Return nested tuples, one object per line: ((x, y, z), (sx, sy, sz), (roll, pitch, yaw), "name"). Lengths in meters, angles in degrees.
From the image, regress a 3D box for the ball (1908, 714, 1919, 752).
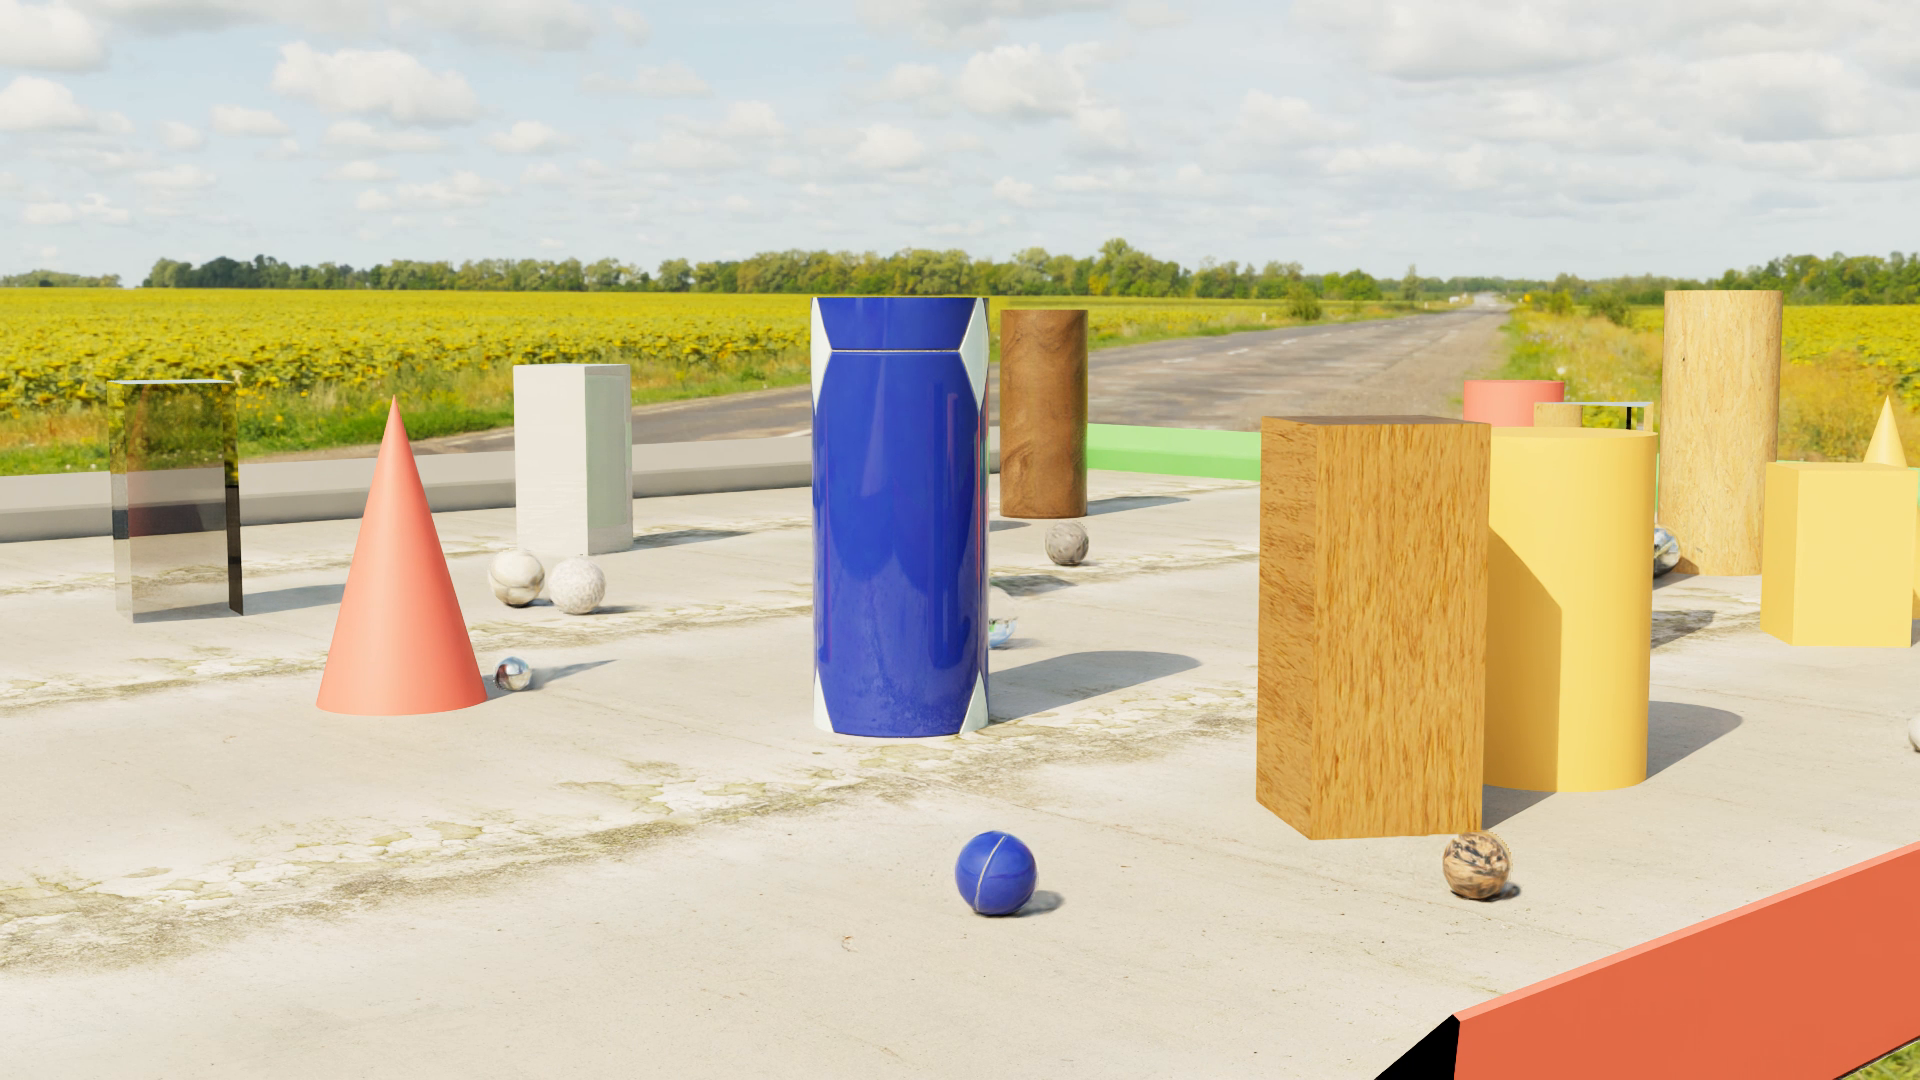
((0.971, 0.192, 2.195), (0.045, 0.045, 0.045), (0, 6, 0), "ball")

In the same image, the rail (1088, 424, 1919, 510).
((1.567, -0.120, 4.770), (0.045, 0.123, 3.746), (-6, 8, -42), "rail")

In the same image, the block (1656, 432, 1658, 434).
((0.995, -0.049, 3.500), (0.152, 0.251, 0.152), (-2, 6, -19), "block")

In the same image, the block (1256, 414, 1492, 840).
((0.356, 0.070, 1.913), (0.152, 0.348, 0.152), (-1, 6, -10), "block")

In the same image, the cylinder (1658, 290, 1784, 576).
((1.287, -0.185, 3.731), (0.189, 0.473, 0.189), (0, 6, 0), "cylinder")

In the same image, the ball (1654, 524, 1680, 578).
((1.146, 0.017, 3.642), (0.090, 0.090, 0.090), (0, 6, 0), "ball")

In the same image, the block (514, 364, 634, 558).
((-0.706, -0.149, 4.023), (0.152, 0.341, 0.152), (3, 7, 24), "block")

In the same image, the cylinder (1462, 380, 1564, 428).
((1.075, -0.158, 4.285), (0.189, 0.302, 0.189), (0, 6, 0), "cylinder")

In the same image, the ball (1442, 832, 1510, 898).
((0.390, 0.246, 1.663), (0.050, 0.050, 0.050), (0, 6, 0), "ball")

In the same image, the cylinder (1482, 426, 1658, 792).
((0.564, 0.060, 2.106), (0.189, 0.327, 0.189), (0, 6, 0), "cylinder")

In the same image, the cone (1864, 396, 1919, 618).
((1.357, -0.055, 3.233), (0.189, 0.318, 0.189), (0, 6, 0), "cone")

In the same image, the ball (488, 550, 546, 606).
((-0.663, 0.057, 3.291), (0.084, 0.084, 0.084), (0, 6, 0), "ball")

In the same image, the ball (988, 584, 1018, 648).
((0.034, 0.100, 2.881), (0.084, 0.084, 0.084), (0, 6, 0), "ball")

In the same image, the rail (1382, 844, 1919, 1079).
((1.254, 0.175, 1.980), (4.311, 0.123, 0.045), (-6, 8, -42), "rail")

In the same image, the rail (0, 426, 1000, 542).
((-1.254, -0.111, 4.684), (4.311, 0.123, 0.045), (-6, 8, -42), "rail")

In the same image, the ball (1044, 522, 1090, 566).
((0.185, 0.007, 3.798), (0.077, 0.077, 0.077), (0, 6, 0), "ball")

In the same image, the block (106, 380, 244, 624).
((-1.141, -0.061, 3.195), (0.152, 0.338, 0.152), (-3, 7, -29), "block")

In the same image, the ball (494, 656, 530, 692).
((-0.521, 0.156, 2.559), (0.041, 0.041, 0.041), (0, 6, 0), "ball")

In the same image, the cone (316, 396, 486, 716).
((-0.634, 0.009, 2.484), (0.189, 0.348, 0.189), (0, 6, 0), "cone")

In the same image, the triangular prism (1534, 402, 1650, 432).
((0.866, -0.021, 2.909), (0.142, 0.320, 0.164), (-5, 8, -39), "triangular prism")

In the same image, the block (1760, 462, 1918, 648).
((1.181, 0.017, 2.963), (0.152, 0.233, 0.152), (0, 6, 5), "block")

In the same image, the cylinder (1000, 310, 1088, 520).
((0.179, -0.273, 4.716), (0.189, 0.441, 0.189), (0, 6, 0), "cylinder")

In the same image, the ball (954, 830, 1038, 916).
((0.026, 0.245, 1.618), (0.062, 0.062, 0.062), (0, 6, 0), "ball")

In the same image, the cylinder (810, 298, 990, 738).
((-0.063, -0.030, 2.350), (0.189, 0.455, 0.189), (0, 6, 0), "cylinder")

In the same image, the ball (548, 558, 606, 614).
((-0.558, 0.067, 3.204), (0.083, 0.083, 0.083), (0, 6, 0), "ball")
